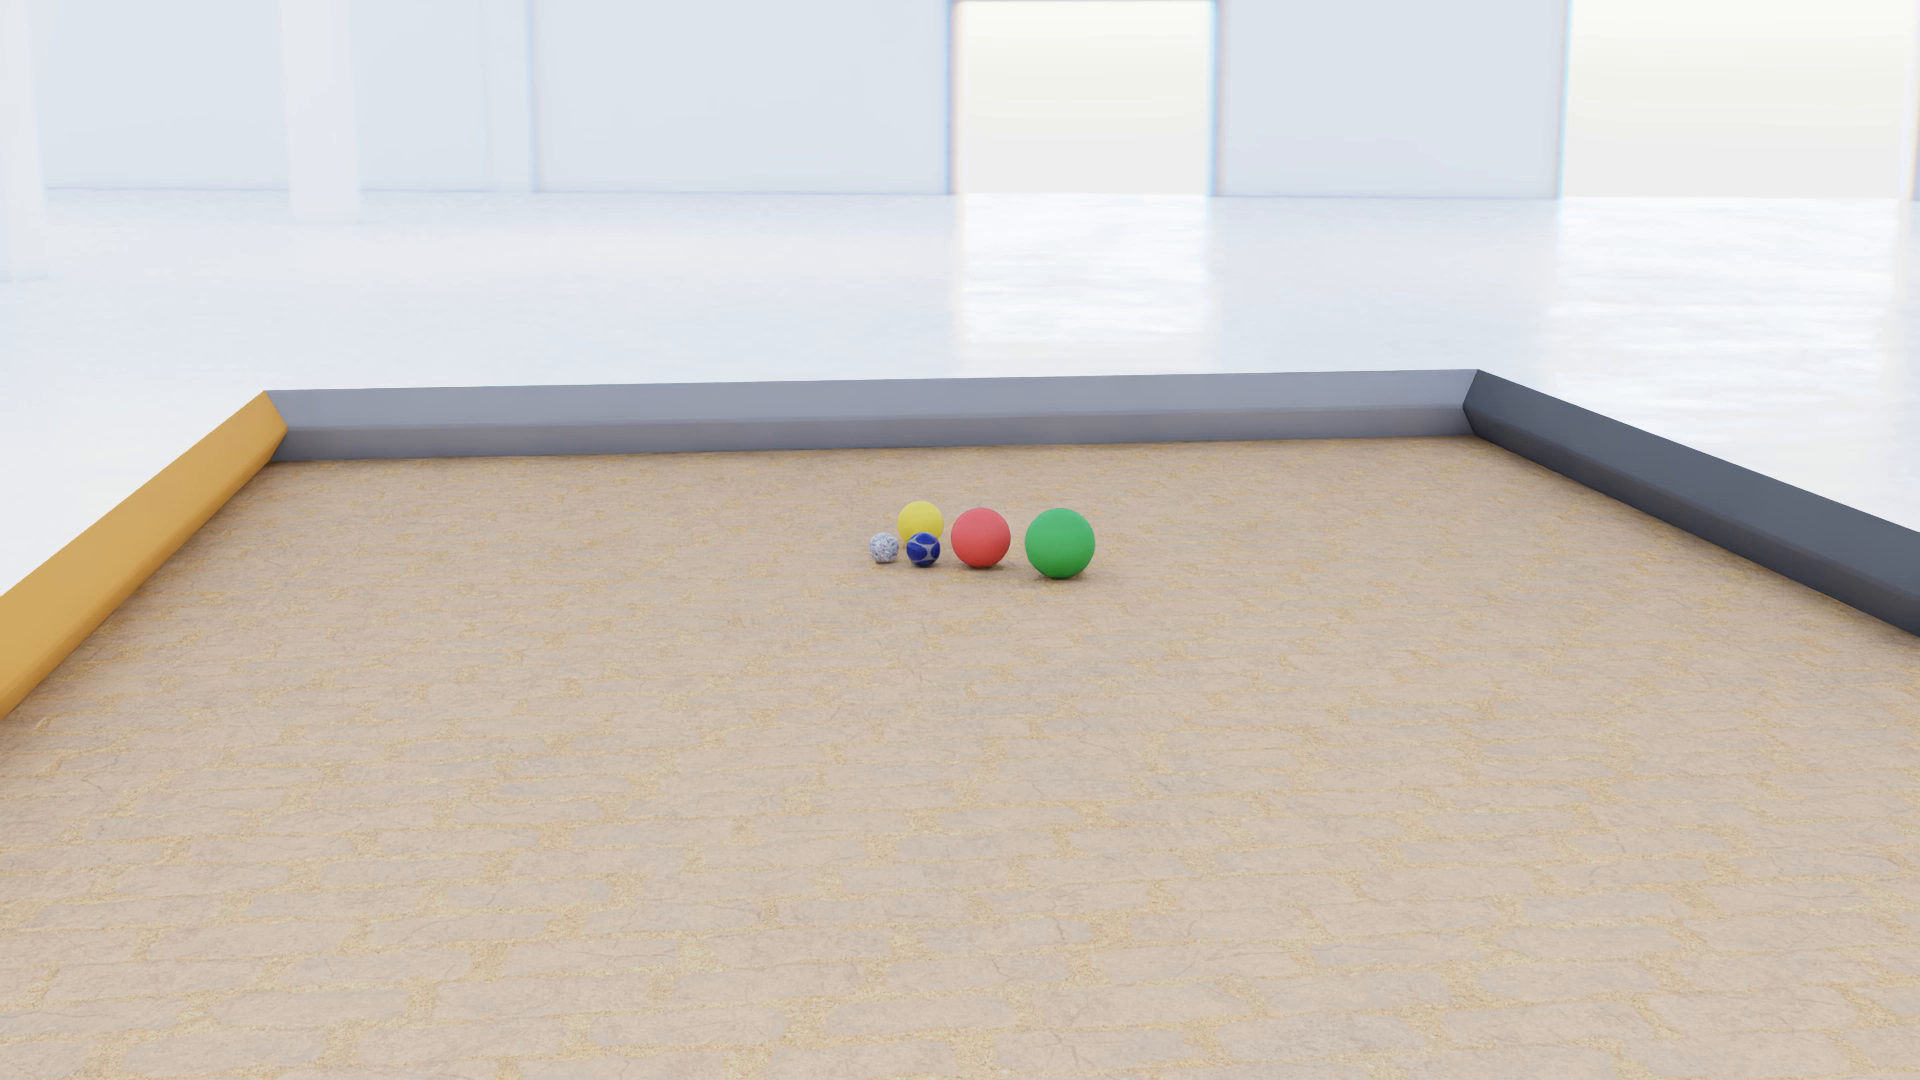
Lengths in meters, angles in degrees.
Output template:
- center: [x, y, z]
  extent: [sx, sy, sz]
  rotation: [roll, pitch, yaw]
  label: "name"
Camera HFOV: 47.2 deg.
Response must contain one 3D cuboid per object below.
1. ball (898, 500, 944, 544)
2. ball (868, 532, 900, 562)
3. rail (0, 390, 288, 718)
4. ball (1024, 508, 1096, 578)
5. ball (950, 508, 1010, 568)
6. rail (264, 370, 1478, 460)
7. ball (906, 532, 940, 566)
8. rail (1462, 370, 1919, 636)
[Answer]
- center: [-0.058, -0.023, 3.225]
  extent: [0.069, 0.069, 0.069]
  rotation: [0, 12, 0]
  label: "ball"
- center: [-0.108, 0.011, 3.125]
  extent: [0.043, 0.043, 0.043]
  rotation: [0, 12, 0]
  label: "ball"
- center: [-0.967, 0.205, 2.011]
  extent: [0.045, 0.126, 3.965]
  rotation: [-2, 12, -7]
  label: "rail"
- center: [0.138, 0.005, 3.027]
  extent: [0.097, 0.097, 0.097]
  rotation: [0, 12, 0]
  label: "ball"
- center: [0.029, -0.003, 3.092]
  extent: [0.085, 0.085, 0.085]
  rotation: [0, 12, 0]
  label: "ball"
- center: [-0.123, -0.230, 4.048]
  extent: [2.250, 0.126, 0.045]
  rotation: [-2, 12, -7]
  label: "rail"
- center: [-0.051, 0.013, 3.102]
  extent: [0.049, 0.049, 0.049]
  rotation: [0, 12, 0]
  label: "ball"
- center: [1.218, 0.147, 2.284]
  extent: [0.045, 0.126, 3.965]
  rotation: [-2, 12, -7]
  label: "rail"
